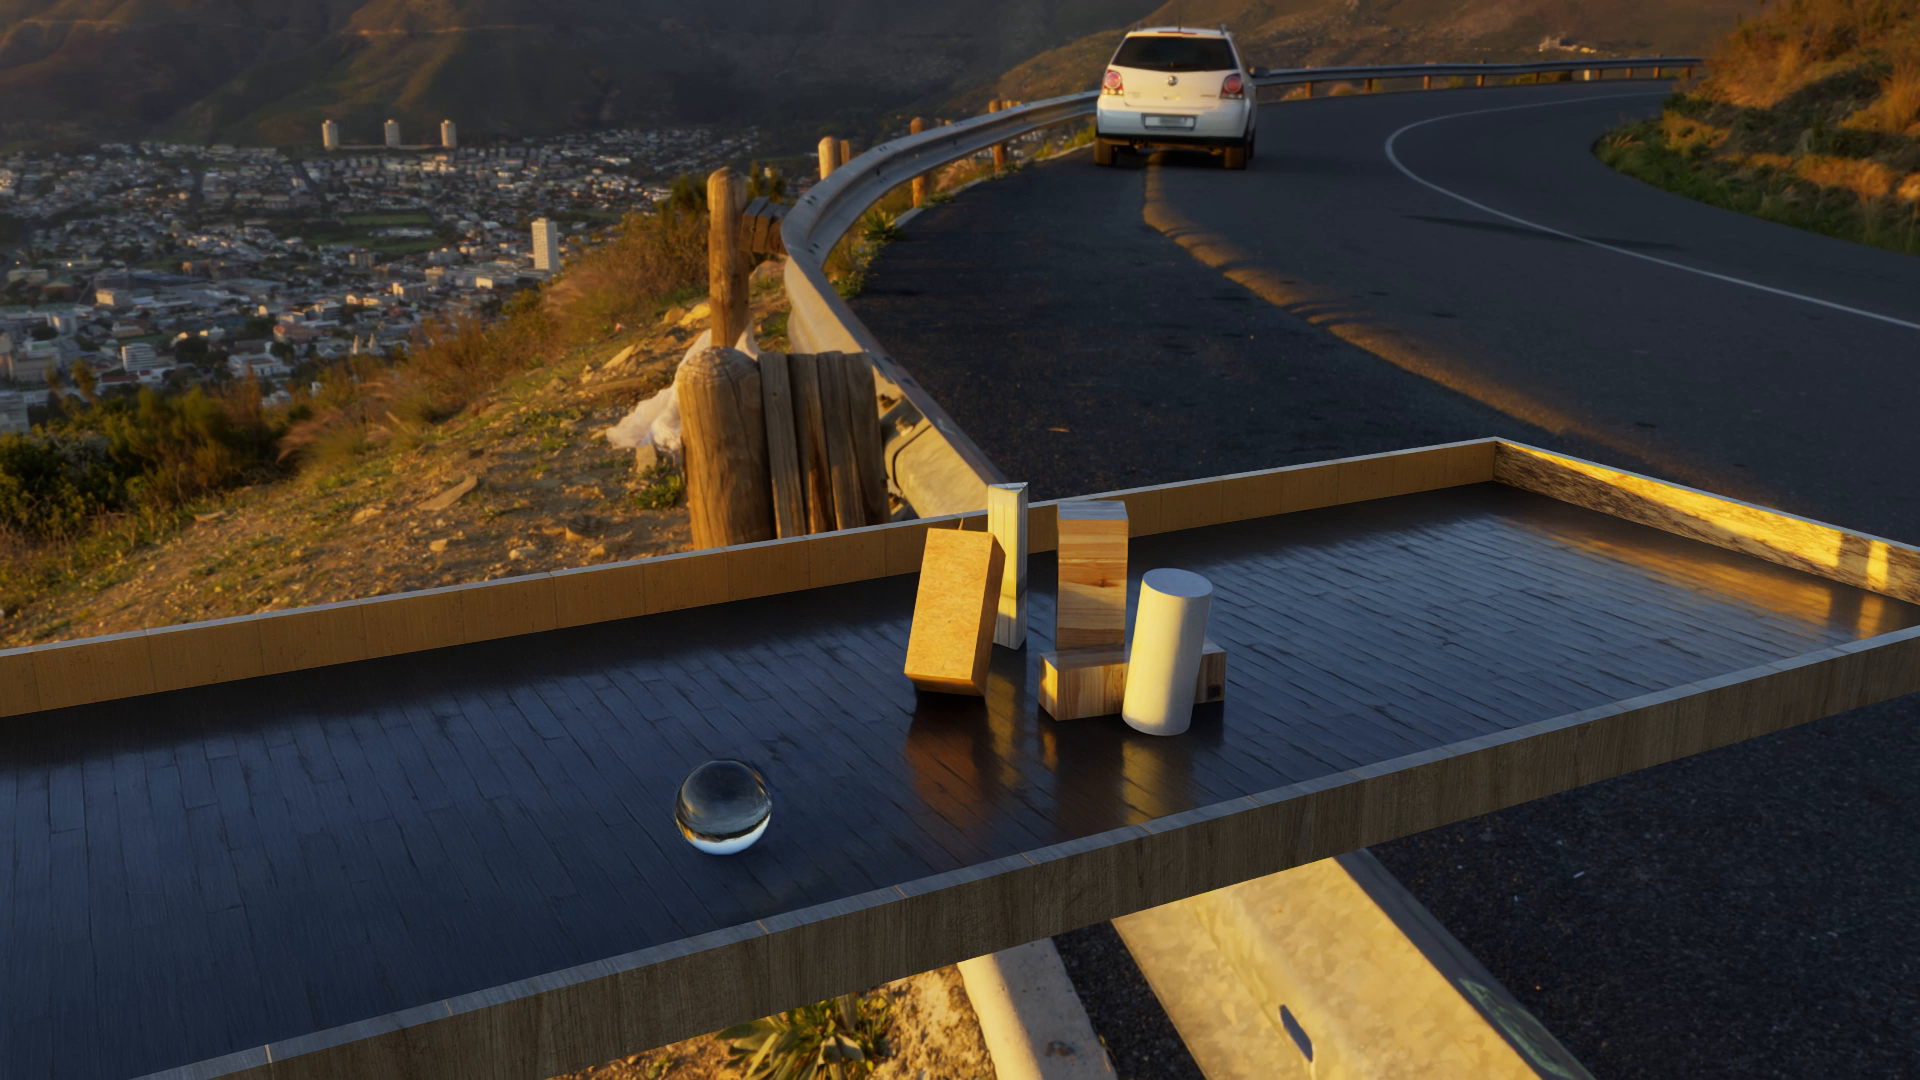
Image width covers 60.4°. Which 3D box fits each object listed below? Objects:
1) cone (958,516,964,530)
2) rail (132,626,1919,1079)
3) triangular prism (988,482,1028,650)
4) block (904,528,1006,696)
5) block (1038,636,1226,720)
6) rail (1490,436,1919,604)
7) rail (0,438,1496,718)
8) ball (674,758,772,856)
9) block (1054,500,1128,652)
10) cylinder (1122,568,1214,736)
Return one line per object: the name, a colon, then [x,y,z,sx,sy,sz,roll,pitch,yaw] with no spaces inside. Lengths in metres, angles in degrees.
cone: [-0.014,0.123,4.202,0.160,0.382,0.160,7,-5,1]
rail: [-2.336,1.006,1.665,12.000,0.150,0.050,-9,18,-27]
triangular prism: [0.145,0.064,4.375,0.108,0.430,0.093,16,23,43]
block: [-0.009,0.178,4.047,0.165,0.370,0.165,4,-18,15]
block: [0.417,0.332,4.001,0.436,0.126,0.126,-5,17,-17]
rail: [2.466,-0.048,5.253,0.050,0.150,2.100,-9,18,-27]
rail: [-3.305,0.497,3.399,12.000,0.150,0.050,-9,18,-27]
ball: [-0.466,0.523,3.238,0.189,0.189,0.189,0,16,0]
block: [0.323,0.138,4.094,0.165,0.443,0.165,0,18,1]
cylinder: [0.478,0.259,3.814,0.161,0.353,0.161,5,23,-2]
